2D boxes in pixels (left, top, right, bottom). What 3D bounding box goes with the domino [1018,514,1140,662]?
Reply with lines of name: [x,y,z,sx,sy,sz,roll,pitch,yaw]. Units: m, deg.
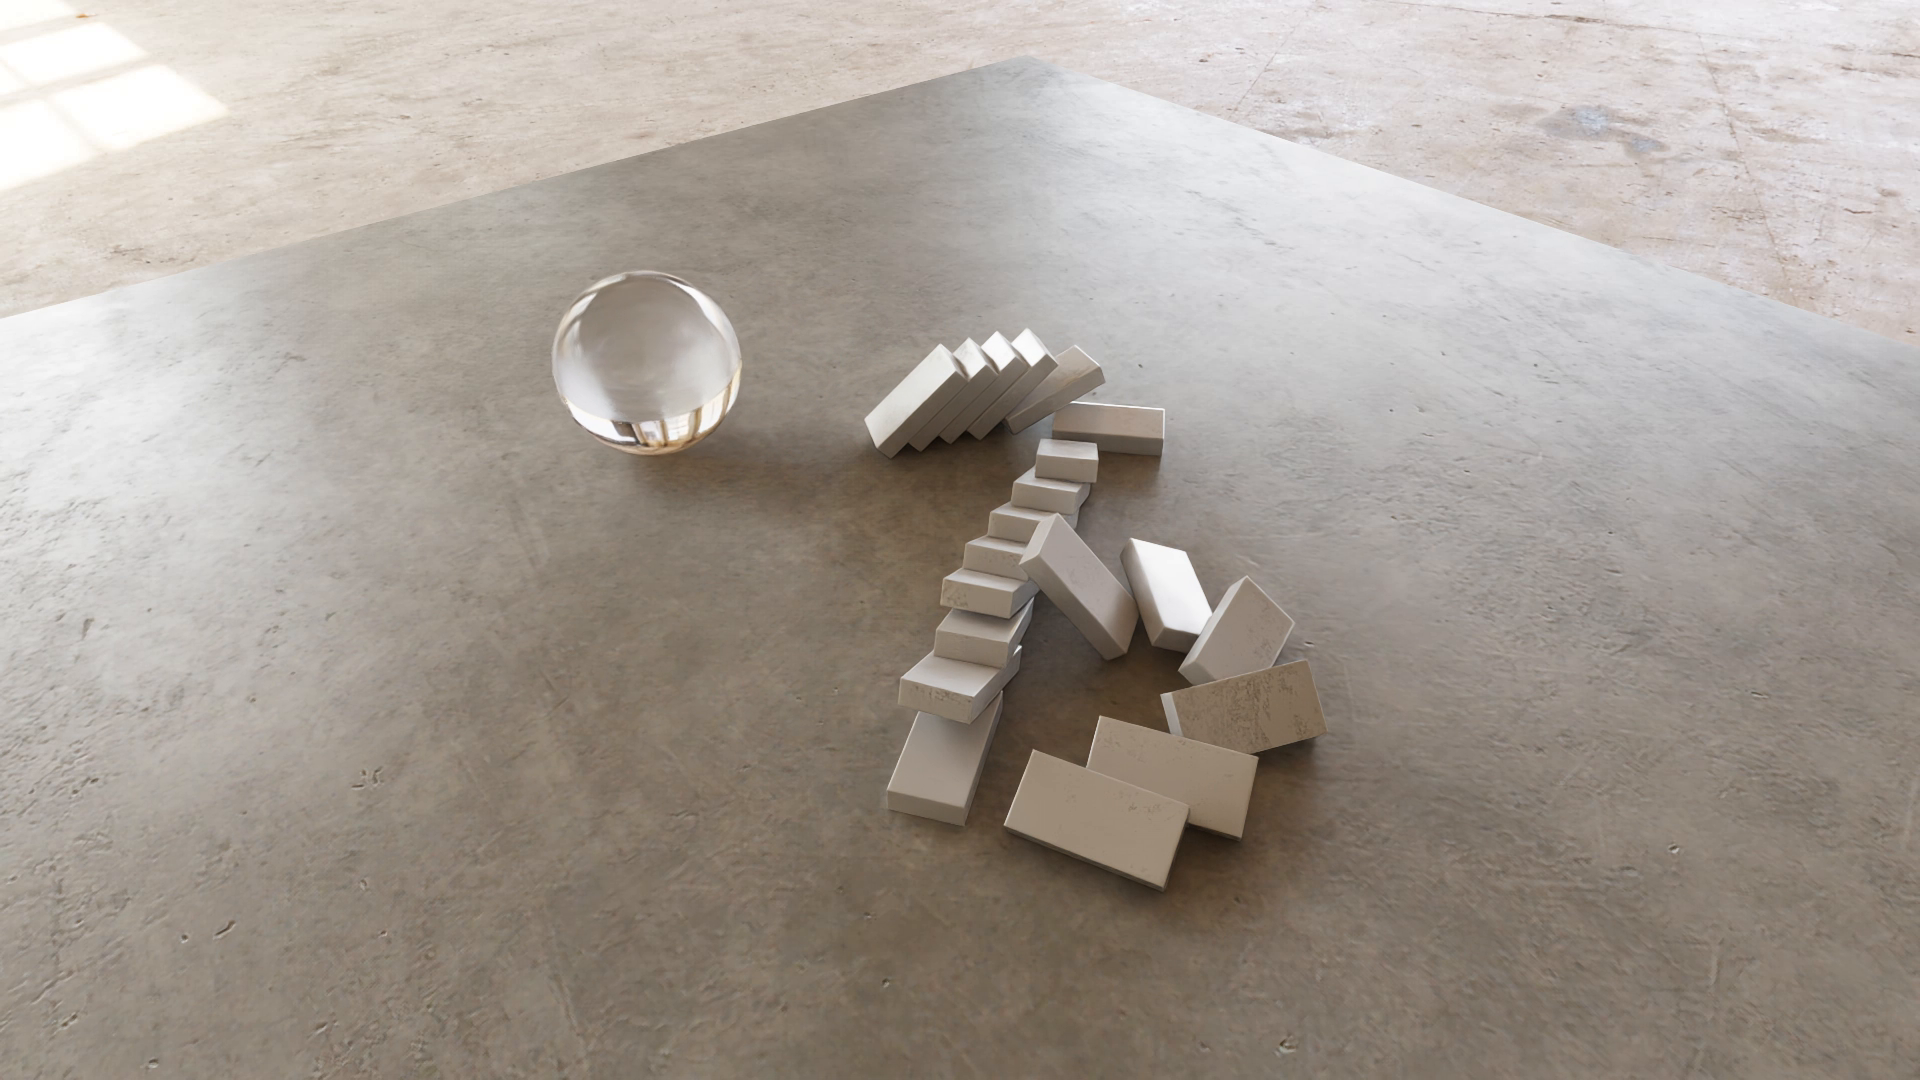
domino: [0.044,0.017,0.396,0.010,0.050,0.025,-29,21,39]

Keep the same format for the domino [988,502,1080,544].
domino: [0.030,-0.008,0.435,0.025,0.010,0.050,11,13,15]

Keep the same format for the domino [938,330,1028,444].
domino: [0.006,-0.070,0.504,0.050,0.009,0.025,-44,40,14]

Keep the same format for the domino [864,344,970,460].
domino: [-0.020,-0.063,0.495,0.050,0.010,0.025,-43,40,15]

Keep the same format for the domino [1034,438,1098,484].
domino: [0.046,-0.034,0.468,0.025,0.010,0.050,6,13,5]

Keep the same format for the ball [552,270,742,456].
ball: [-0.136,-0.077,0.482,0.080,0.080,0.080,0,39,0]

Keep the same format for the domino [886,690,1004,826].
domino: [-0.004,0.068,0.360,0.025,0.010,0.050,10,40,12]

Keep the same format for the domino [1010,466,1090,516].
domino: [0.038,-0.021,0.452,0.025,0.010,0.050,10,14,12]

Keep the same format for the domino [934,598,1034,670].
domino: [0.009,0.030,0.391,0.025,0.009,0.050,9,17,11]

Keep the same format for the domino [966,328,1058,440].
domino: [0.020,-0.072,0.507,0.050,0.009,0.025,-43,40,15]

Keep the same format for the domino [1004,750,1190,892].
domino: [0.041,0.084,0.332,0.050,0.009,0.025,17,68,19]

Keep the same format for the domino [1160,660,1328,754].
domino: [0.094,0.057,0.363,0.050,0.010,0.025,-11,81,-13]

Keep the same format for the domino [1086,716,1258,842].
domino: [0.065,0.074,0.344,0.050,0.010,0.025,13,71,15]

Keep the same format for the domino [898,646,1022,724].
domino: [0.001,0.045,0.371,0.025,0.009,0.050,12,17,18]

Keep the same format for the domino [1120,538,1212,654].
domino: [0.078,0.021,0.411,0.025,0.010,0.050,13,36,-19]

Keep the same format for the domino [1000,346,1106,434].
domino: [0.040,-0.070,0.515,0.050,0.009,0.025,-30,40,-5]

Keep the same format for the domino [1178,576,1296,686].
domino: [0.098,0.037,0.388,0.025,0.009,0.050,44,49,-1]

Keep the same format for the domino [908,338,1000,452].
domino: [-0.007,-0.066,0.499,0.050,0.010,0.025,-43,40,15]

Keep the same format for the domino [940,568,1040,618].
domino: [0.013,0.016,0.402,0.025,0.009,0.050,10,11,15]

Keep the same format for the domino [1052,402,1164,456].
domino: [0.068,-0.052,0.506,0.050,0.010,0.025,6,40,7]

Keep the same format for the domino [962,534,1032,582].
domino: [0.022,0.005,0.418,0.025,0.010,0.050,11,12,19]
